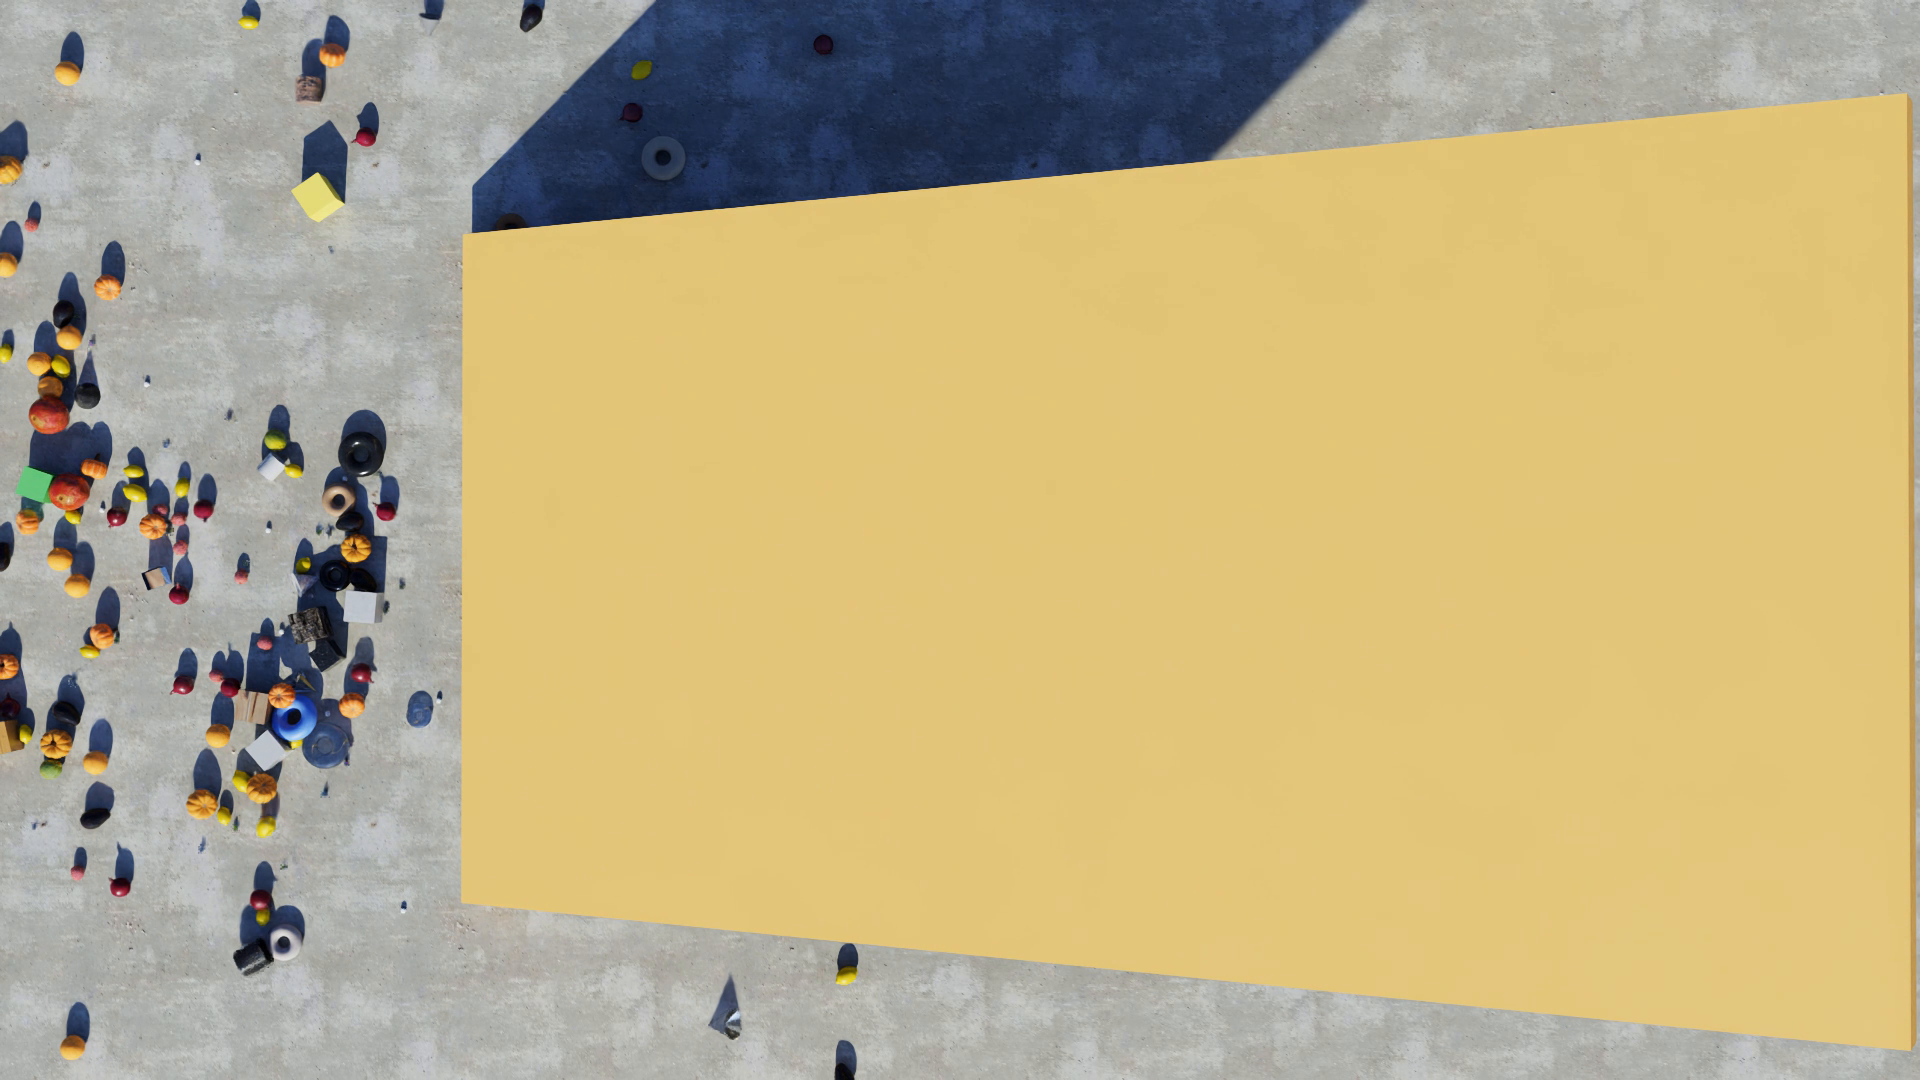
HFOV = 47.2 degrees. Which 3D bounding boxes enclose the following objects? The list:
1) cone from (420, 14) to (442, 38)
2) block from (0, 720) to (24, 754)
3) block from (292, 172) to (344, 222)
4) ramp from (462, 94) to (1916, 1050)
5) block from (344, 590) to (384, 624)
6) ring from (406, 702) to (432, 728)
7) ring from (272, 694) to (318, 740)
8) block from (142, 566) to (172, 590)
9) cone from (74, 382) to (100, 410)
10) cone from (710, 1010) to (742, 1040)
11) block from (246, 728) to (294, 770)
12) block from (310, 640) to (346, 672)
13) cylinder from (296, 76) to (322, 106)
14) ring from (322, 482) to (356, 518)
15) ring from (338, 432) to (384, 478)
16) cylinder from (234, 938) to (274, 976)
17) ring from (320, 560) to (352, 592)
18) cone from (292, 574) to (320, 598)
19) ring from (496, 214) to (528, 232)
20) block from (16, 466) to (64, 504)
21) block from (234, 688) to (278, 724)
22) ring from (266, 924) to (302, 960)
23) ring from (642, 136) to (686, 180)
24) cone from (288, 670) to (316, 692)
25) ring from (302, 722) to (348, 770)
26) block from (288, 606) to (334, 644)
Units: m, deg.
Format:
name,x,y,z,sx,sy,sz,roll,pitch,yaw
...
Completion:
name,x,y,z,sx,sy,sz,roll,pitch,yaw
cone,-1.608,-1.554,6.667,0.067,0.067,0.067,13,116,0
block,-2.890,0.598,6.615,0.092,0.092,0.092,-13,89,0
block,-1.935,-1.032,6.628,0.097,0.097,0.097,-35,90,0
ramp,0.271,0.075,5.629,4.000,0.100,2.000,0,89,30
block,-1.793,0.201,6.619,0.092,0.092,0.092,5,89,0
ring,-1.635,0.531,6.649,0.078,0.026,0.078,0,89,1
ring,-2.004,0.534,6.622,0.145,0.048,0.145,-4,71,11
block,-2.425,0.116,6.637,0.056,0.056,0.056,-21,89,0
cone,-2.647,-0.437,6.630,0.081,0.081,0.081,0,89,0
cone,-0.722,1.464,6.633,0.088,0.088,0.088,-8,89,27
block,-2.076,0.629,6.617,0.086,0.086,0.086,-41,90,0
block,-1.906,0.350,6.629,0.069,0.069,0.069,-35,90,0
cylinder,-1.967,-1.356,6.643,0.073,0.073,0.073,-5,83,0
ring,-1.877,-0.122,6.650,0.106,0.035,0.106,0,89,1
ring,-1.811,-0.259,6.647,0.139,0.046,0.139,0,91,0
cylinder,-2.125,1.254,6.613,0.083,0.083,0.083,-28,90,0
ring,-1.888,0.108,6.650,0.098,0.033,0.098,0,91,-1
cone,-1.968,0.123,6.648,0.078,0.078,0.078,-22,89,-27
ring,-1.358,-0.941,6.660,0.098,0.033,0.098,0,91,-1
block,-2.773,-0.166,6.625,0.087,0.087,0.087,20,89,0
block,-2.117,0.499,6.616,0.091,0.091,0.091,9,89,0
ring,-2.039,1.213,6.636,0.112,0.037,0.112,0,90,1
ring,-0.897,-1.156,6.656,0.136,0.045,0.136,0,89,1
cone,-1.977,0.441,6.646,0.072,0.072,0.072,30,89,-26
ring,-1.916,0.620,6.637,0.143,0.048,0.143,0,91,0
block,-1.954,0.256,6.618,0.092,0.092,0.092,-16,89,0
